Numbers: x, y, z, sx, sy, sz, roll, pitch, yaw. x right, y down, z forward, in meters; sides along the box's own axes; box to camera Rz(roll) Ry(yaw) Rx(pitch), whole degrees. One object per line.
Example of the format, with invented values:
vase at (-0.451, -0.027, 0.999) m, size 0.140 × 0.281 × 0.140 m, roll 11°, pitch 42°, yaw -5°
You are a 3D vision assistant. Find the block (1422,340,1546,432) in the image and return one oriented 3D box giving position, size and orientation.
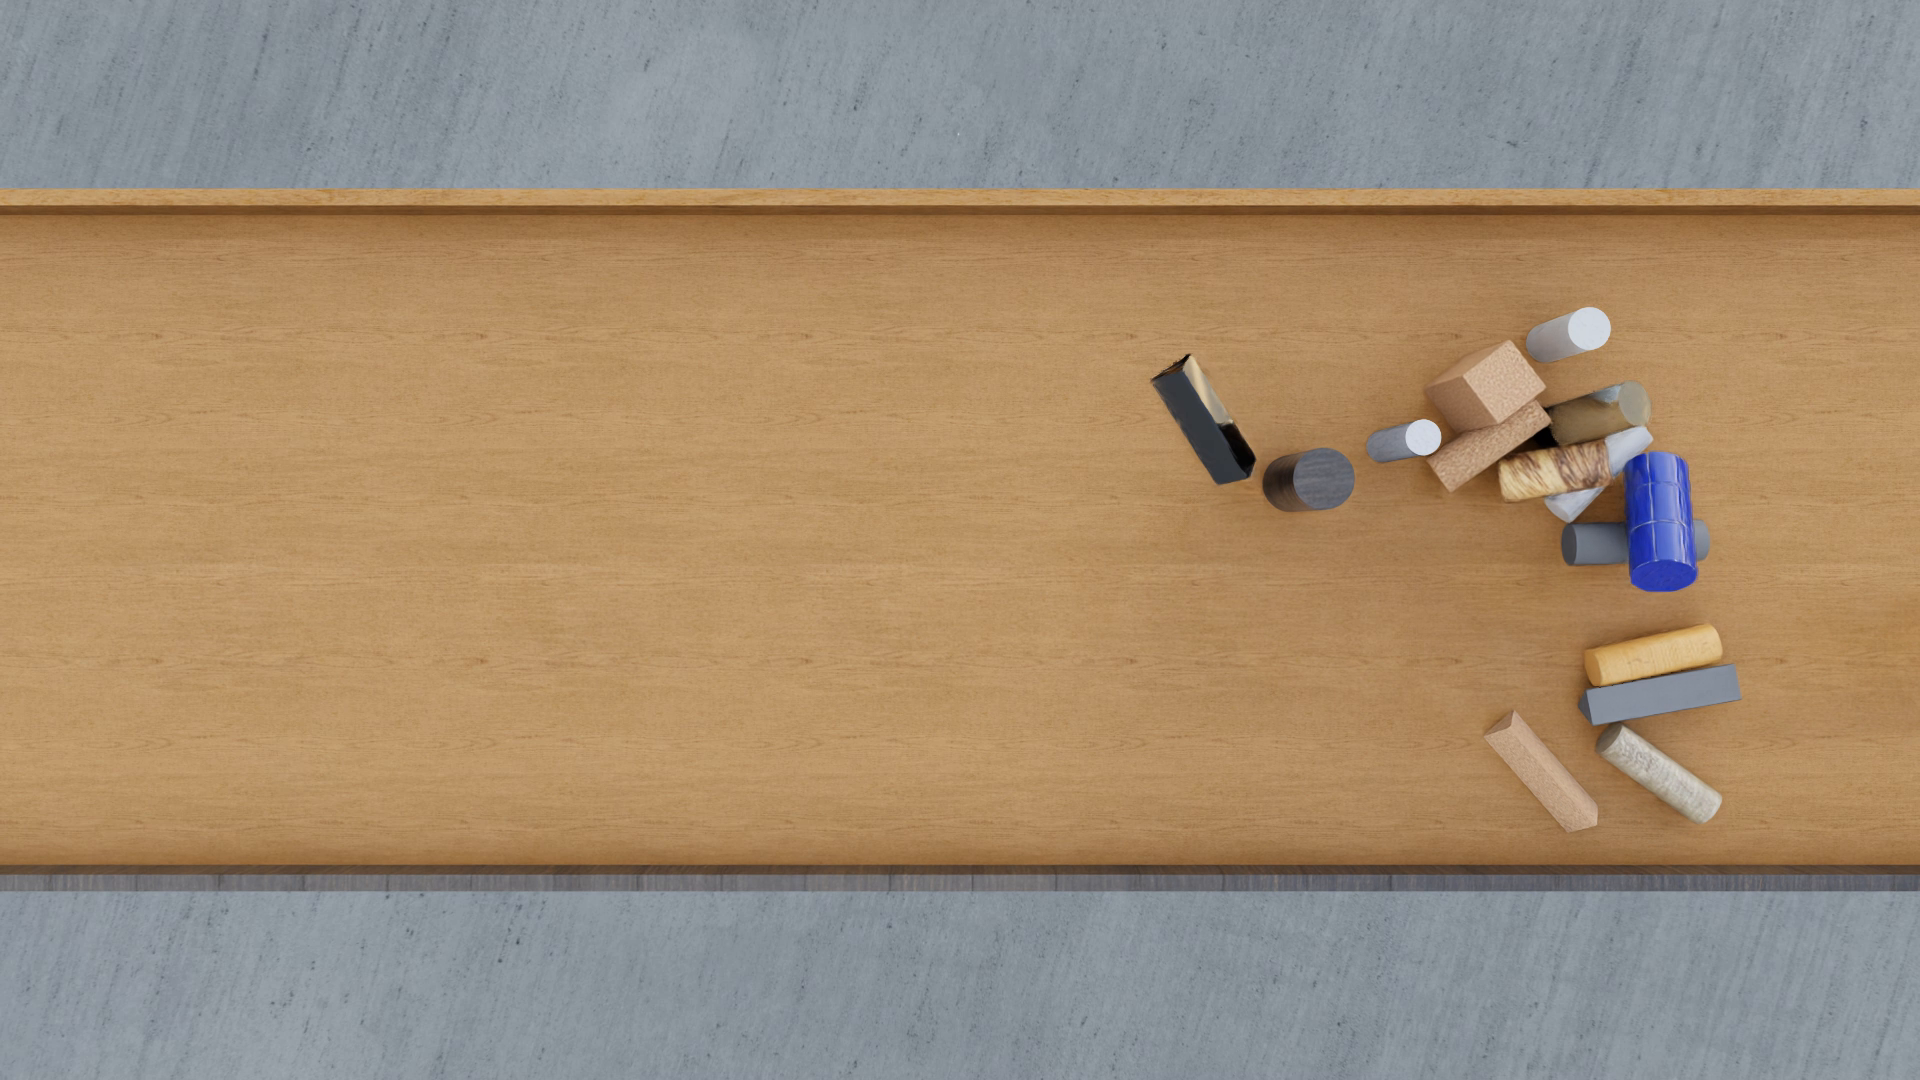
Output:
block at (1.543, -0.448, 4.875) m, size 0.171 × 0.404 × 0.171 m, roll -37°, pitch 90°, yaw 0°

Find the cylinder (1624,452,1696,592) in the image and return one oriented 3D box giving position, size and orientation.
cylinder at (2.063, -0.054, 4.869) m, size 0.177 × 0.177 × 0.381 m, roll 11°, pitch 58°, yaw 0°

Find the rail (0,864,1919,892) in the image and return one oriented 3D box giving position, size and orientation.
rail at (-2.247, 1.025, 5.001) m, size 12.000 × 0.150 × 0.050 m, roll 0°, pitch 90°, yaw 0°

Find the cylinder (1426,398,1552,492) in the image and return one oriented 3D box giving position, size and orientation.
cylinder at (1.591, -0.298, 4.970) m, size 0.357 × 0.127 × 0.127 m, roll -37°, pitch 90°, yaw 15°

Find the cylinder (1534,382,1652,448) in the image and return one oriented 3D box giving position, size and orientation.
cylinder at (1.873, -0.365, 4.903) m, size 0.135 × 0.324 × 0.135 m, roll 6°, pitch 77°, yaw -27°

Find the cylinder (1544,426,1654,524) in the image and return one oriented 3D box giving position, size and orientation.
cylinder at (1.944, -0.212, 5.023) m, size 0.106 × 0.106 × 0.349 m, roll 45°, pitch 90°, yaw 0°

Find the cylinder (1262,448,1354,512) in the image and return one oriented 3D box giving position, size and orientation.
cylinder at (1.021, -0.173, 4.858) m, size 0.175 × 0.434 × 0.175 m, roll 0°, pitch 90°, yaw -1°

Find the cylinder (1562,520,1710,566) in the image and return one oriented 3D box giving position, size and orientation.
cylinder at (2.050, 0.008, 5.012) m, size 0.399 × 0.129 × 0.129 m, roll -2°, pitch 90°, yaw 0°

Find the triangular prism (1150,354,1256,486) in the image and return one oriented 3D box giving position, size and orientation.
triangular prism at (0.751, -0.355, 4.969) m, size 0.146 × 0.126 × 0.390 m, roll -34°, pitch 103°, yaw 0°

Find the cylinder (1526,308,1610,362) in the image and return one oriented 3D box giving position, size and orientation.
cylinder at (1.803, -0.606, 4.901) m, size 0.122 × 0.351 × 0.122 m, roll 0°, pitch 90°, yaw 0°

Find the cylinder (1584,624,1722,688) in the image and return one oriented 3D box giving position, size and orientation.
cylinder at (2.106, 0.352, 5.017) m, size 0.372 × 0.120 × 0.120 m, roll -12°, pitch 90°, yaw 0°

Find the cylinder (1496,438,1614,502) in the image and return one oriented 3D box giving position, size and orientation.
cylinder at (1.784, -0.207, 4.950) m, size 0.308 × 0.142 × 0.142 m, roll -10°, pitch 90°, yaw 24°

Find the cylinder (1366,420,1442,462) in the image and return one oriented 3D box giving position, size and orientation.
cylinder at (1.301, -0.288, 4.854) m, size 0.100 × 0.445 × 0.100 m, roll 0°, pitch 90°, yaw 0°

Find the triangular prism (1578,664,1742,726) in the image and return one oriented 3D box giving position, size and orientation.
triangular prism at (2.128, 0.482, 5.004) m, size 0.456 × 0.111 × 0.096 m, roll -10°, pitch 57°, yaw 0°

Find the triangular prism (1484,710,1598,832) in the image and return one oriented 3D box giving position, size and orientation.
triangular prism at (1.785, 0.711, 5.020) m, size 0.124 × 0.107 × 0.394 m, roll -41°, pitch 90°, yaw 0°

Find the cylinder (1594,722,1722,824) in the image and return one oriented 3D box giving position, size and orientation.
cylinder at (2.123, 0.709, 5.017) m, size 0.372 × 0.118 × 0.118 m, roll 36°, pitch 90°, yaw 0°

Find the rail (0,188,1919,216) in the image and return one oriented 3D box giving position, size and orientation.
rail at (-2.247, -1.025, 5.002) m, size 12.000 × 0.150 × 0.050 m, roll 0°, pitch 90°, yaw 0°
